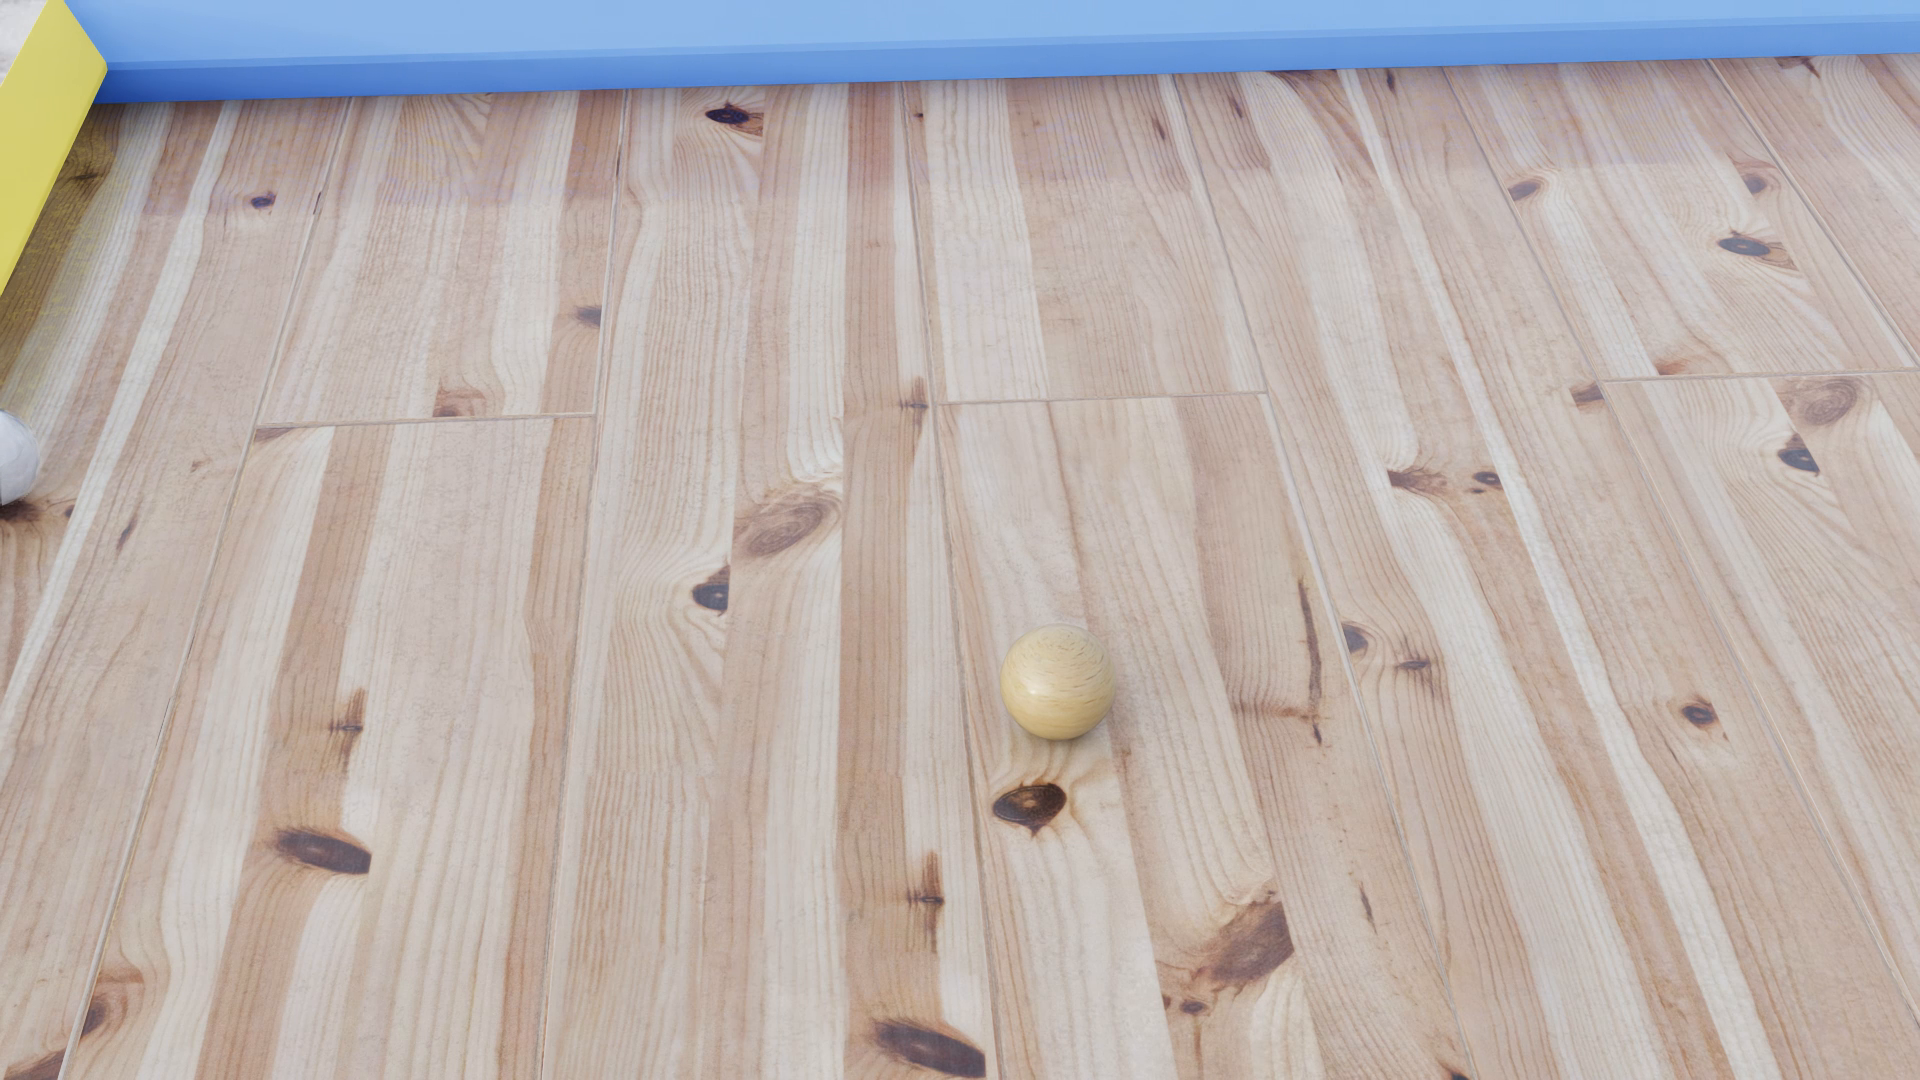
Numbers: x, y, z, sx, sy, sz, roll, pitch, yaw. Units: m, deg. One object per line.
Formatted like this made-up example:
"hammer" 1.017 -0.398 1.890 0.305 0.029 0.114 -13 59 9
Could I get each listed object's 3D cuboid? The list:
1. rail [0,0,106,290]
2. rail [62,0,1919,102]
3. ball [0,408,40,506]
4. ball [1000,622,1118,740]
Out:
"rail" -0.724 0.011 1.656 0.045 0.110 1.551 -2 36 -3
"rail" 0.699 -0.482 2.341 2.995 0.110 0.045 -2 36 -3
"ball" -0.679 -0.058 1.786 0.071 0.071 0.071 0 36 0
"ball" 0.061 0.087 1.583 0.073 0.073 0.073 0 36 0
